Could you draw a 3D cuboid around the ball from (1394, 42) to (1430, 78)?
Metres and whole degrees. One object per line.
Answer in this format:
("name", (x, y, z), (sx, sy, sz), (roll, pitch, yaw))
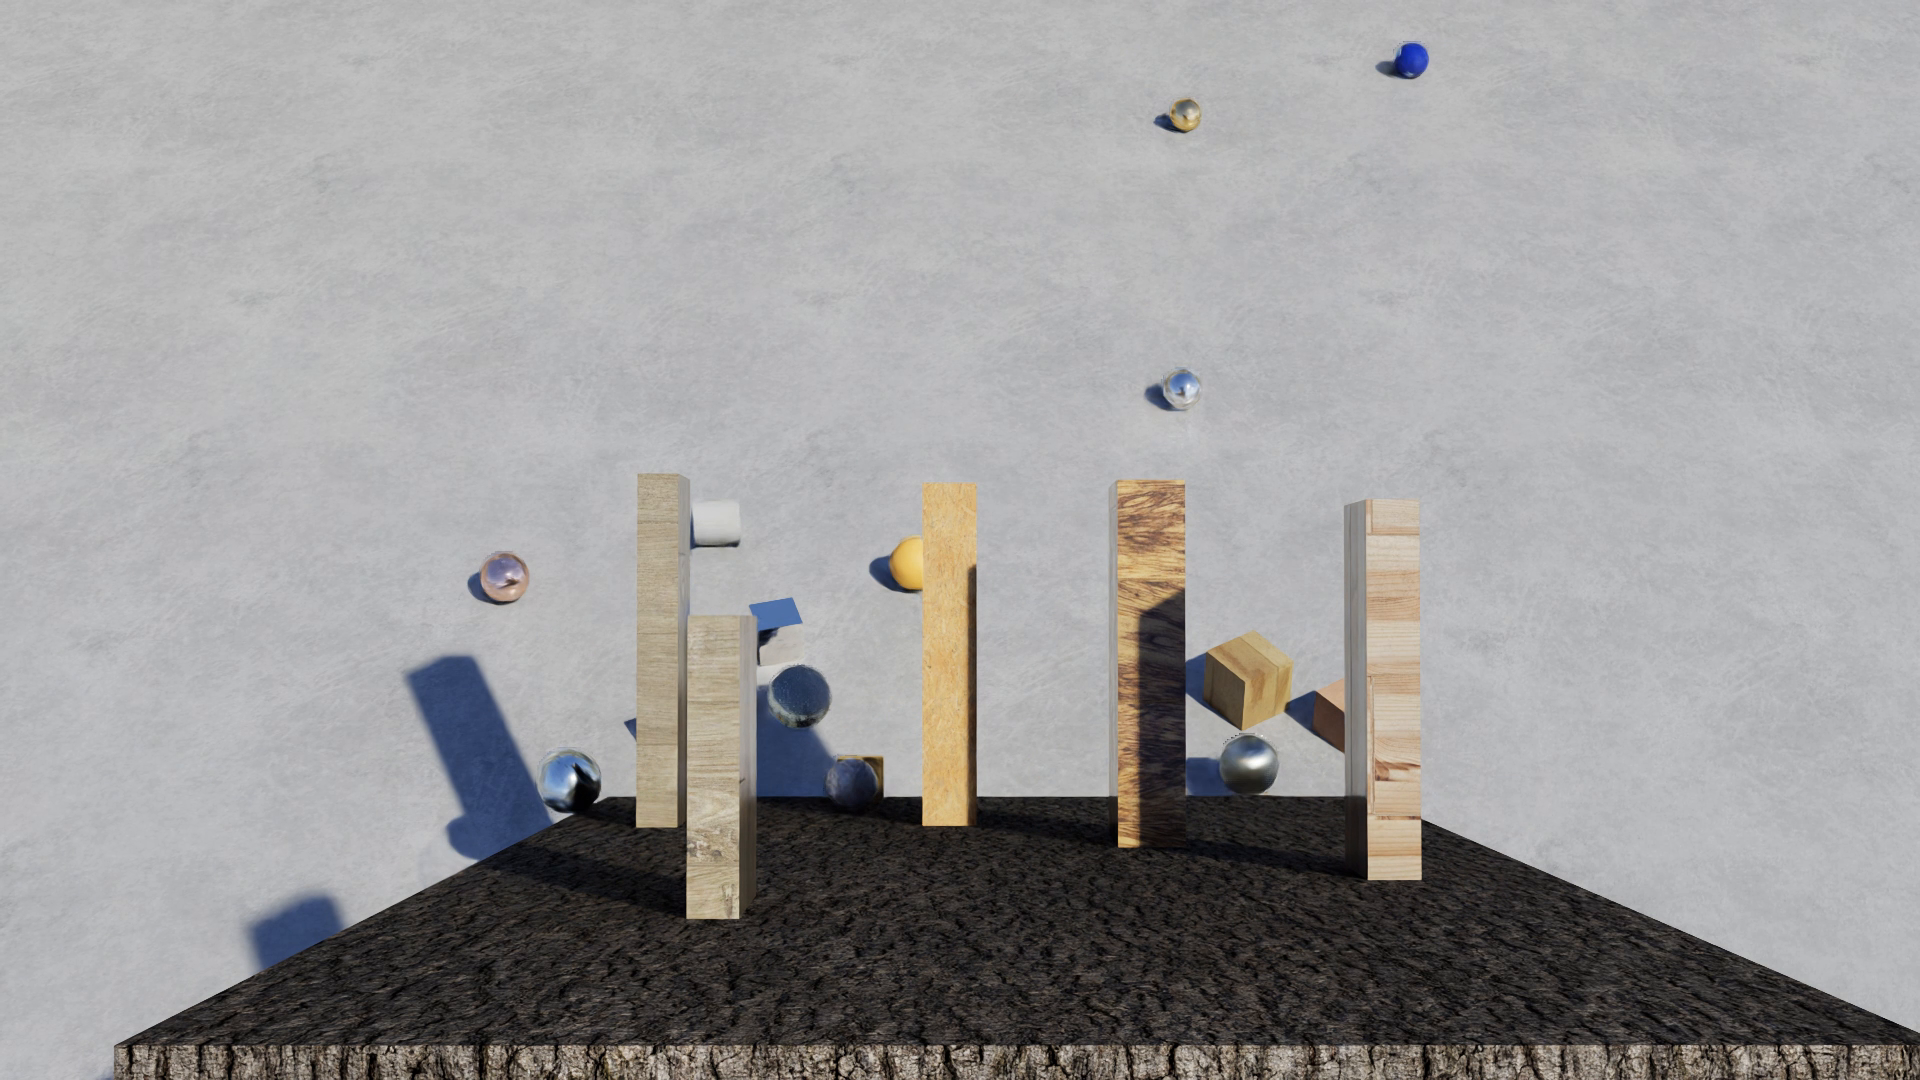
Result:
("ball", (1.849, -1.964, 10.630), (0.142, 0.142, 0.142), (0, 35, 0))

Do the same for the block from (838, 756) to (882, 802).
("block", (-0.254, 0.612, 6.645), (0.113, 0.113, 0.113), (0, -2, -2))

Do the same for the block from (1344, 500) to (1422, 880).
("block", (0.775, 0.271, 4.778), (0.095, 0.680, 0.270), (0, -2, 0))

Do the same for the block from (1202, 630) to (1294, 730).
("block", (0.801, 0.390, 7.228), (0.171, 0.171, 0.171), (-21, 40, -27))

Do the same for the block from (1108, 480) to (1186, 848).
("block", (0.392, 0.257, 5.472), (0.139, 0.751, 0.325), (0, -2, 0))

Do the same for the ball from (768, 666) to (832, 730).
("ball", (-0.442, 0.435, 7.161), (0.175, 0.175, 0.175), (0, 35, 0))

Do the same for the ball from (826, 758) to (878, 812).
("ball", (-0.263, 0.594, 6.307), (0.129, 0.129, 0.129), (0, 35, 0))

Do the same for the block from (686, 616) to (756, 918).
("block", (-0.384, 0.358, 4.210), (0.081, 0.471, 0.339), (0, -2, 0))

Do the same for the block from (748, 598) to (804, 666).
("block", (-0.526, 0.264, 7.446), (0.129, 0.129, 0.129), (-10, 36, -13))

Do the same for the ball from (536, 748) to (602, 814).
("ball", (-0.937, 0.579, 6.232), (0.156, 0.156, 0.156), (0, 35, 0))

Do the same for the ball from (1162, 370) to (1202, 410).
("ball", (0.732, -0.494, 8.531), (0.132, 0.132, 0.132), (0, 35, 0))

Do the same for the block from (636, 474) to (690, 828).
("block", (-0.679, 0.251, 5.954), (0.092, 0.793, 0.258), (0, -2, 0))

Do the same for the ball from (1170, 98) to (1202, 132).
("ball", (0.889, -1.674, 10.229), (0.126, 0.126, 0.126), (0, 35, 0))

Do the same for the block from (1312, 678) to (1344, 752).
("block", (1.069, 0.477, 7.135), (0.134, 0.134, 0.134), (-22, 40, -28))

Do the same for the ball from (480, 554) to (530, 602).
("ball", (-1.340, 0.111, 7.651), (0.145, 0.145, 0.145), (0, 35, 0))

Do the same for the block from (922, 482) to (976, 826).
("block", (-0.023, 0.263, 6.053), (0.122, 0.774, 0.367), (0, -2, 0))

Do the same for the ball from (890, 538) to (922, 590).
("ball", (-0.132, 0.071, 7.700), (0.155, 0.155, 0.155), (0, 35, 0))

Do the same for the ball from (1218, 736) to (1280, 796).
("ball", (0.763, 0.596, 6.859), (0.158, 0.158, 0.158), (0, 35, 0))

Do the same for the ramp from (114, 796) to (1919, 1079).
("ramp", (0.077, 0.663, 4.829), (2.000, 0.100, 4.000), (0, -2, 0))
